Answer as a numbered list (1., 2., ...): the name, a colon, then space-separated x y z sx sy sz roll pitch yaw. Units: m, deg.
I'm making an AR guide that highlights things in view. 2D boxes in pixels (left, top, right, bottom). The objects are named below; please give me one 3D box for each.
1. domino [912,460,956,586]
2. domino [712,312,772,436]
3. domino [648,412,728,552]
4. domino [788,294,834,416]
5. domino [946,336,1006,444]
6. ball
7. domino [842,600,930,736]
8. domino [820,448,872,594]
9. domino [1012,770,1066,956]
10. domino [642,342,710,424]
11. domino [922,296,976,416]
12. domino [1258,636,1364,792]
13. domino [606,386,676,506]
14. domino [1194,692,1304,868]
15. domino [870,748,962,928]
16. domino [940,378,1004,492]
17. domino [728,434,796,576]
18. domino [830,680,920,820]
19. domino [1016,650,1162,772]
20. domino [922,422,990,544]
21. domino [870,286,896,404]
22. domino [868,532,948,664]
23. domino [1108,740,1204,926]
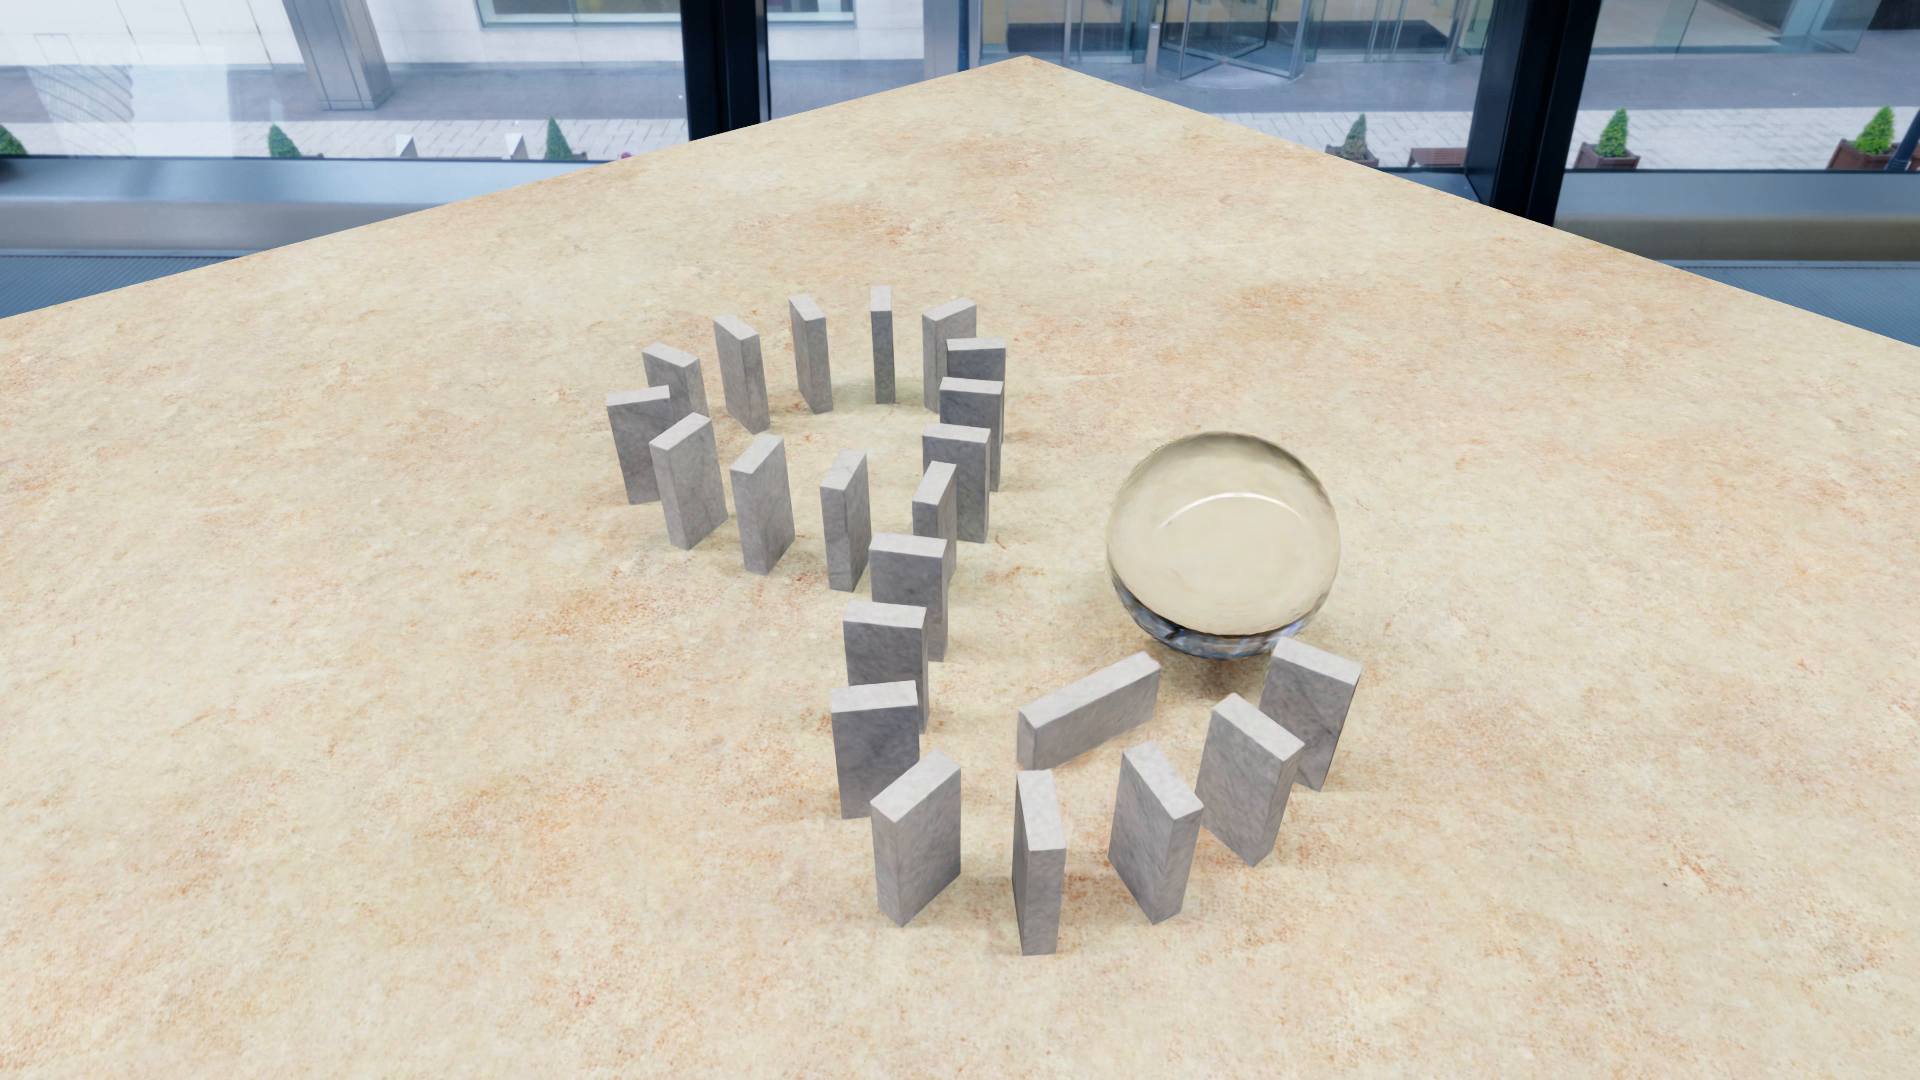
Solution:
1. domino: -0.009 -0.002 0.414 0.009 0.050 0.025 10 40 12
2. domino: -0.100 -0.076 0.504 0.010 0.050 0.025 -27 46 -29
3. domino: -0.108 -0.023 0.439 0.009 0.050 0.025 21 44 24
4. domino: -0.070 -0.087 0.518 0.010 0.050 0.025 -16 42 -19
5. domino: 0.007 -0.066 0.492 0.025 0.050 0.009 -3 39 -4
6. ball: 0.091 0.002 0.385 0.080 0.080 0.080 0 39 0
7. domino: -0.024 0.042 0.360 0.025 0.050 0.010 5 40 6
8. domino: -0.043 -0.007 0.420 0.009 0.050 0.025 9 40 11
9. domino: 0.021 0.089 0.302 0.009 0.050 0.025 -3 39 -4
10. domino: -0.124 -0.060 0.485 0.025 0.050 0.010 23 44 25
11. domino: -0.005 -0.086 0.517 0.025 0.050 0.009 -29 47 -31
12. domino: 0.107 0.055 0.344 0.025 0.050 0.010 20 43 23
13. domino: -0.130 -0.039 0.459 0.025 0.050 0.009 -10 40 -12
14. domino: 0.084 0.071 0.324 0.009 0.050 0.025 -28 47 -30
15. domino: -0.012 0.084 0.309 0.009 0.050 0.025 31 48 32
16. domino: 0.005 -0.044 0.465 0.025 0.050 0.010 5 40 7
17. domino: -0.076 -0.013 0.428 0.010 0.050 0.025 13 41 16
18. domino: -0.025 0.064 0.333 0.025 0.050 0.009 -5 40 -6
19. domino: 0.042 0.057 0.362 0.050 0.025 0.010 -21 44 -23
20. domino: -0.001 -0.022 0.439 0.025 0.050 0.009 8 40 9
21. domino: -0.037 -0.093 0.525 0.009 0.050 0.025 -2 39 -3
22. domino: -0.018 0.021 0.386 0.025 0.050 0.009 7 40 8
23. domino: 0.054 0.083 0.310 0.010 0.050 0.025 -17 42 -19
